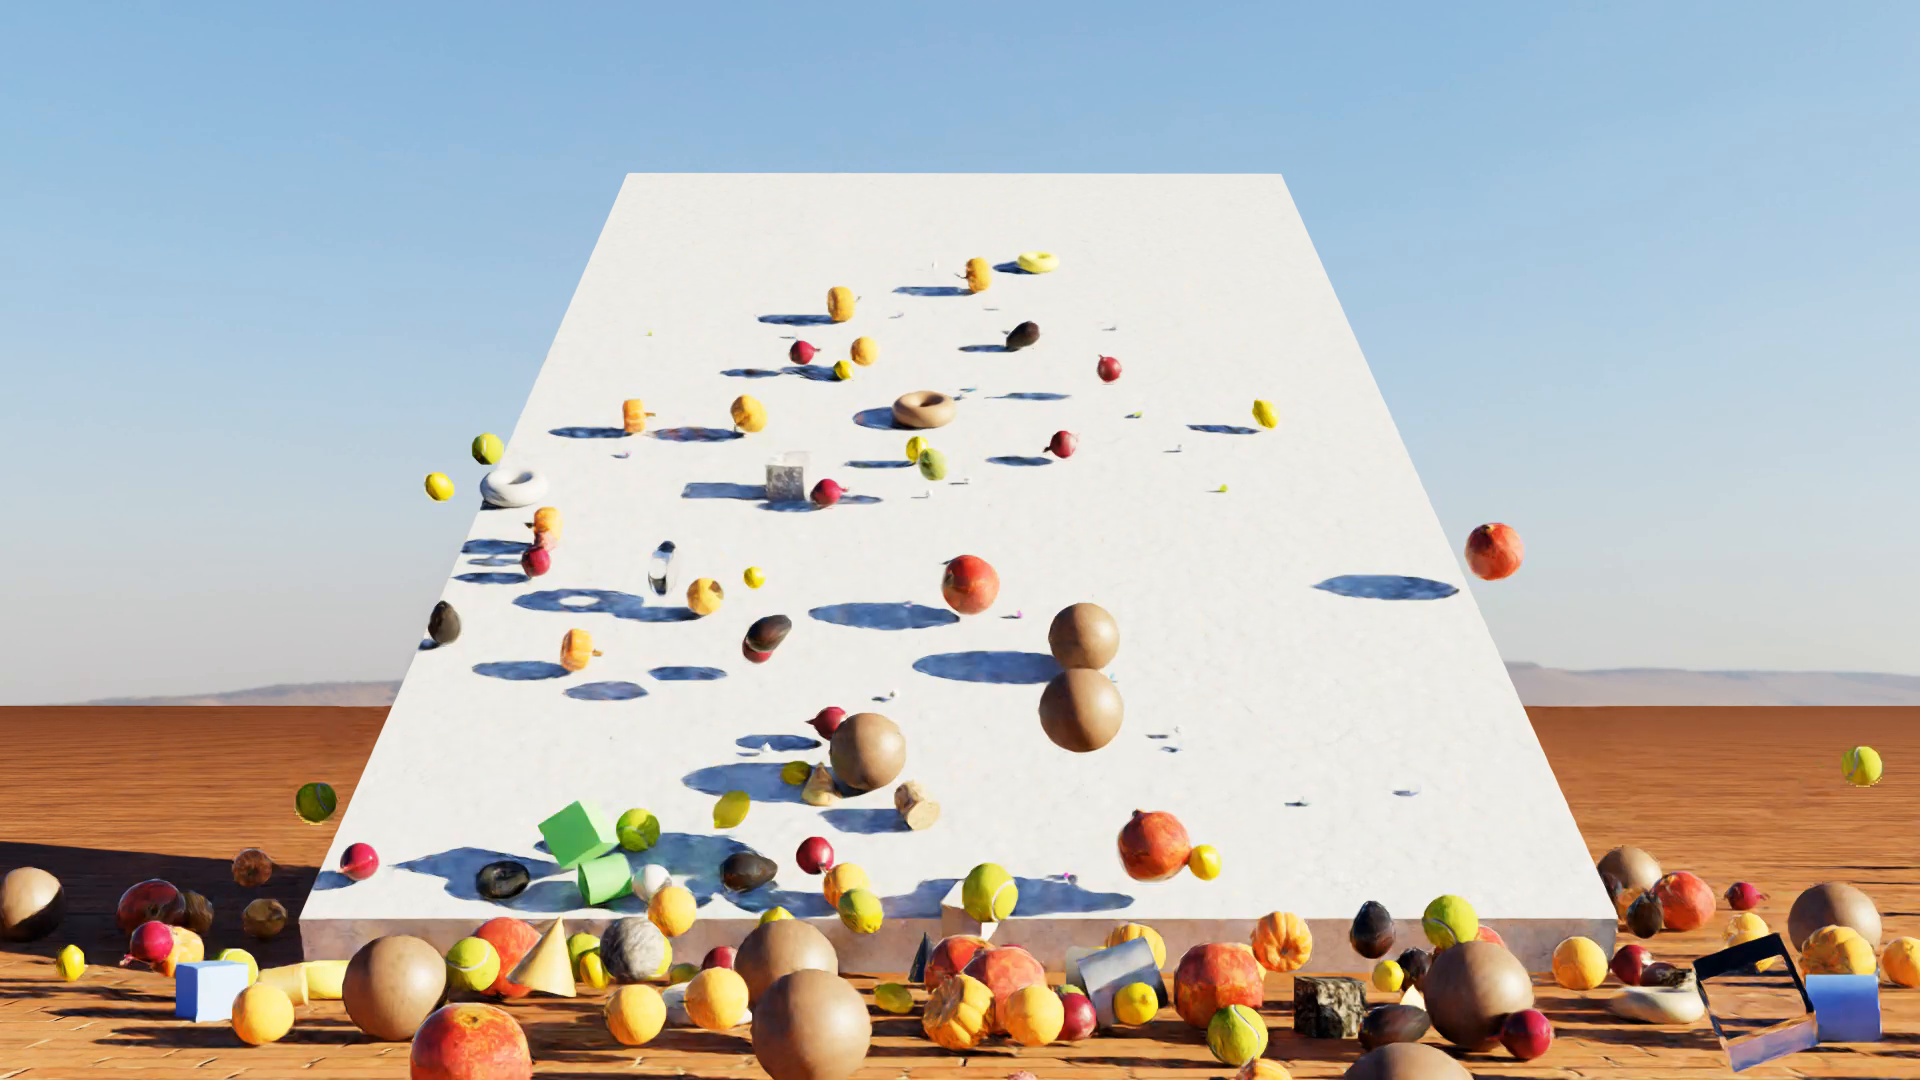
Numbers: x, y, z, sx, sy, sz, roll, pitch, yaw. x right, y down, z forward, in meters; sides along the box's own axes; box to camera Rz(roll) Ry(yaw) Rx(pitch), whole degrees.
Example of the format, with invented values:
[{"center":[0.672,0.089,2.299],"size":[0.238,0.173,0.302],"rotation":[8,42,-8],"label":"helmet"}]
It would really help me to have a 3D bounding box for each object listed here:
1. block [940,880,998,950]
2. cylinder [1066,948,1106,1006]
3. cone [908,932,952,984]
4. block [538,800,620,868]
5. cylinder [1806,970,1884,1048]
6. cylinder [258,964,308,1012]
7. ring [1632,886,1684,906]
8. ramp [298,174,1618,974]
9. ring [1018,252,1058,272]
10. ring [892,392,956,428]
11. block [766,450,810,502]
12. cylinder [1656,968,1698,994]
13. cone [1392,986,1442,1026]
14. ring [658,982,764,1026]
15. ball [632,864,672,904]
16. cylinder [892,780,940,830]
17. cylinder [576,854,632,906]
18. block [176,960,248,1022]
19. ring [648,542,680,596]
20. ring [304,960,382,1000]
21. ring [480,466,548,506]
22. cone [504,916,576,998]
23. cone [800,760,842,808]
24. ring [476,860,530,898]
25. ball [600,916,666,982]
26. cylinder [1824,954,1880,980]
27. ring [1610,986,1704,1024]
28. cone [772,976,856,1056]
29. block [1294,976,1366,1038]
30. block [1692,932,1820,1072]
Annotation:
[{"center":[0.014,0.560,3.501],"size":[0.065,0.065,0.065],"rotation":[11,27,21],"label":"block"},{"center":[0.187,0.596,3.190],"size":[0.079,0.079,0.079],"rotation":[0,-4,10],"label":"cylinder"},{"center":[-0.046,0.589,3.332],"size":[0.066,0.066,0.066],"rotation":[-6,4,0],"label":"cone"},{"center":[-0.592,0.457,3.636],"size":[0.077,0.077,0.077],"rotation":[-33,-14,6],"label":"block"},{"center":[1.059,0.562,2.807],"size":[0.080,0.080,0.080],"rotation":[5,-1,26],"label":"cylinder"},{"center":[-0.903,0.597,3.124],"size":[0.055,0.055,0.055],"rotation":[-7,-3,-9],"label":"cylinder"},{"center":[1.433,0.730,4.806],"size":[0.102,0.034,0.102],"rotation":[-1,-4,0],"label":"ring"},{"center":[-0.009,-0.229,5.381],"size":[2.000,0.100,4.000],"rotation":[0,25,0],"label":"ramp"},{"center":[0.211,-0.753,6.343],"size":[0.110,0.037,0.110],"rotation":[1,24,0],"label":"ring"},{"center":[-0.082,-0.298,5.353],"size":[0.150,0.050,0.150],"rotation":[0,24,0],"label":"ring"},{"center":[-0.365,-0.137,4.968],"size":[0.080,0.080,0.080],"rotation":[2,25,5],"label":"block"},{"center":[0.964,0.607,3.150],"size":[0.054,0.054,0.054],"rotation":[0,-4,0],"label":"cylinder"},{"center":[0.595,0.611,3.017],"size":[0.056,0.056,0.056],"rotation":[26,6,21],"label":"cone"},{"center":[-0.323,0.604,3.050],"size":[0.139,0.046,0.139],"rotation":[0,-3,0],"label":"ring"},{"center":[-0.471,0.525,3.578],"size":[0.059,0.059,0.059],"rotation":[0,-4,0],"label":"ball"},{"center":[-0.070,0.428,3.782],"size":[0.059,0.059,0.059],"rotation":[2,28,-30],"label":"cylinder"},{"center":[-0.544,0.519,3.582],"size":[0.066,0.066,0.066],"rotation":[-12,1,-23],"label":"cylinder"},{"center":[-0.989,0.595,3.097],"size":[0.069,0.069,0.069],"rotation":[3,-5,-41],"label":"block"},{"center":[-0.565,0.055,4.477],"size":[0.036,0.108,0.108],"rotation":[8,-2,12],"label":"ring"},{"center":[-0.890,0.622,3.317],"size":[0.138,0.046,0.138],"rotation":[-2,-5,0],"label":"ring"},{"center":[-0.942,-0.113,4.955],"size":[0.144,0.048,0.144],"rotation":[1,26,-1],"label":"ring"},{"center":[-0.501,0.504,2.869],"size":[0.091,0.091,0.091],"rotation":[14,-10,2],"label":"cone"},{"center":[-0.228,0.392,3.853],"size":[0.070,0.070,0.070],"rotation":[0,25,0],"label":"cone"},{"center":[-0.706,0.524,3.617],"size":[0.083,0.028,0.083],"rotation":[0,26,0],"label":"ring"},{"center":[-0.427,0.532,3.050],"size":[0.085,0.085,0.085],"rotation":[0,-4,0],"label":"ball"},{"center":[1.260,0.613,3.307],"size":[0.053,0.053,0.053],"rotation":[5,-5,-20],"label":"cylinder"},{"center":[0.912,0.608,3.065],"size":[0.120,0.040,0.120],"rotation":[1,-4,0],"label":"ring"},{"center":[-0.177,0.589,2.815],"size":[0.100,0.100,0.100],"rotation":[0,-31,-6],"label":"cone"},{"center":[0.464,0.585,2.938],"size":[0.068,0.068,0.068],"rotation":[1,-4,-15],"label":"block"},{"center":[0.850,0.494,2.502],"size":[0.095,0.095,0.095],"rotation":[-21,-38,9],"label":"block"}]
